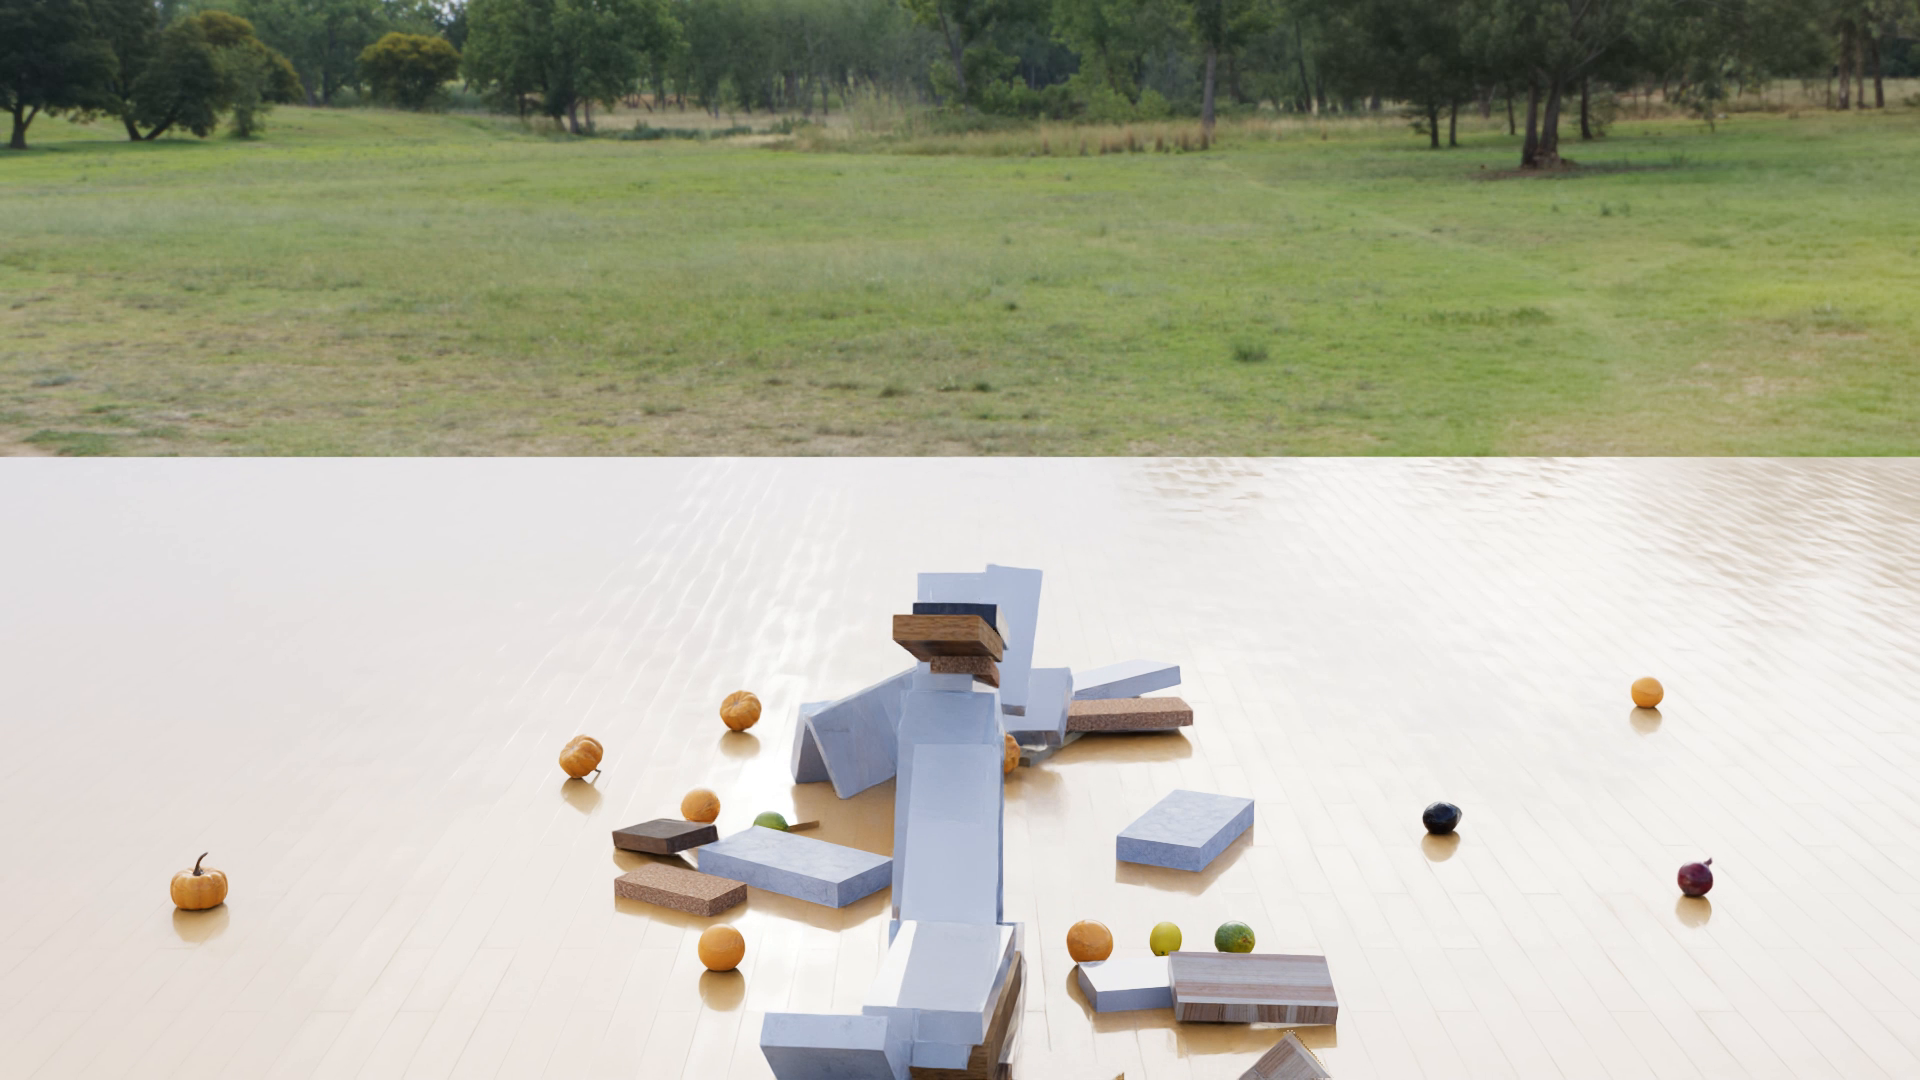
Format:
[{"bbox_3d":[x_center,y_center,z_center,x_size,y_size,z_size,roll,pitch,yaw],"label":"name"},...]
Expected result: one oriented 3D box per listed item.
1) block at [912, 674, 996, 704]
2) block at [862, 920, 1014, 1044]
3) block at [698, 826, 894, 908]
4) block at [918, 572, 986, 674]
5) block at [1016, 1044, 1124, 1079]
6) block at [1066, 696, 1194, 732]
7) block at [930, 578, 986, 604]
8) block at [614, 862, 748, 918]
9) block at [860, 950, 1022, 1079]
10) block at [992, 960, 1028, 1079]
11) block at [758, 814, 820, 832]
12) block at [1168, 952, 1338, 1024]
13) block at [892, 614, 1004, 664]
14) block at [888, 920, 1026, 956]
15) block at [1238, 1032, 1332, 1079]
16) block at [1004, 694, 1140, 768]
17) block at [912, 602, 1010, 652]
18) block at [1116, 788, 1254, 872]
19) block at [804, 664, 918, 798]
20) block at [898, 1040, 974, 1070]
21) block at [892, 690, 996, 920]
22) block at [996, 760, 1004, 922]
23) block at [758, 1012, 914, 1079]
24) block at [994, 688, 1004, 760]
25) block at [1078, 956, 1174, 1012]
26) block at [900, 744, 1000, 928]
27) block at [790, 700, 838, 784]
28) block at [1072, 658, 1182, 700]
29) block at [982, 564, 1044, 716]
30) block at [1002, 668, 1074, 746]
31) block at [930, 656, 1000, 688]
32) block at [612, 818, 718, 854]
[{"bbox_3d":[-0.008,0.237,3.505,0.095,0.027,0.191,-1,-10,12],"label":"block"},{"bbox_3d":[-0.024,0.555,2.779,0.147,0.042,0.293,2,11,9],"label":"block"},{"bbox_3d":[-0.280,0.554,3.744,0.308,0.044,0.154,8,13,35],"label":"block"},{"bbox_3d":[-0.003,0.176,3.957,0.147,0.042,0.294,0,43,-1],"label":"block"},{"bbox_3d":[0.049,0.712,2.898,0.301,0.042,0.150,7,13,33],"label":"block"},{"bbox_3d":[0.274,0.370,4.652,0.422,0.034,0.119,-2,11,-9],"label":"block"},{"bbox_3d":[0.015,0.164,3.875,0.119,0.034,0.238,-3,43,-4],"label":"block"},{"bbox_3d":[-0.464,0.579,3.650,0.201,0.028,0.100,6,12,31],"label":"block"},{"bbox_3d":[-0.029,0.619,2.864,0.178,0.050,0.356,2,11,8],"label":"block"},{"bbox_3d":[-0.008,0.652,2.964,0.178,0.050,0.356,1,10,5],"label":"block"},{"bbox_3d":[-0.312,0.519,4.011,0.099,0.014,0.049,-7,12,-32],"label":"block"},{"bbox_3d":[0.420,0.645,3.169,0.230,0.033,0.115,2,28,-3],"label":"block"},{"bbox_3d":[-0.016,0.153,3.376,0.130,0.037,0.260,0,-11,9],"label":"block"},{"bbox_3d":[0.000,0.585,3.229,0.178,0.050,0.356,1,-10,4],"label":"block"},{"bbox_3d":[0.347,0.683,2.578,0.100,0.200,0.028,47,13,13],"label":"block"},{"bbox_3d":[0.240,0.394,4.671,0.069,0.020,0.595,5,12,26],"label":"block"},{"bbox_3d":[0.004,0.139,3.500,0.130,0.037,0.260,1,-11,6],"label":"block"},{"bbox_3d":[0.407,0.517,3.941,0.154,0.044,0.308,5,12,25],"label":"block"},{"bbox_3d":[-0.108,0.347,4.213,0.338,0.169,0.048,-24,5,-15],"label":"block"},{"bbox_3d":[-0.036,0.597,2.753,0.115,0.033,0.230,1,11,7],"label":"block"},{"bbox_3d":[-0.023,0.396,3.318,0.147,0.042,0.373,1,53,0],"label":"block"},{"bbox_3d":[-0.003,0.477,3.491,0.144,0.287,0.041,0,9,0],"label":"block"},{"bbox_3d":[-0.135,0.653,2.644,0.147,0.293,0.042,0,53,11],"label":"block"},{"bbox_3d":[-0.004,0.297,3.559,0.144,0.041,0.287,0,11,-1],"label":"block"},{"bbox_3d":[0.300,0.652,3.246,0.230,0.033,0.115,-2,11,-11],"label":"block"},{"bbox_3d":[-0.010,0.441,3.139,0.130,0.037,0.437,0,33,2],"label":"block"},{"bbox_3d":[-0.156,0.383,4.311,0.338,0.169,0.048,-4,39,-20],"label":"block"},{"bbox_3d":[0.295,0.326,4.865,0.374,0.044,0.154,-11,9,-33],"label":"block"},{"bbox_3d":[0.079,0.171,3.816,0.100,0.028,0.310,6,48,4],"label":"block"},{"bbox_3d":[0.054,0.345,4.539,0.338,0.048,0.169,-2,44,16],"label":"block"},{"bbox_3d":[0.009,0.212,3.514,0.095,0.027,0.191,1,-10,5],"label":"block"},{"bbox_3d":[-0.518,0.519,3.856,0.100,0.028,0.201,-12,5,-36],"label":"block"}]
